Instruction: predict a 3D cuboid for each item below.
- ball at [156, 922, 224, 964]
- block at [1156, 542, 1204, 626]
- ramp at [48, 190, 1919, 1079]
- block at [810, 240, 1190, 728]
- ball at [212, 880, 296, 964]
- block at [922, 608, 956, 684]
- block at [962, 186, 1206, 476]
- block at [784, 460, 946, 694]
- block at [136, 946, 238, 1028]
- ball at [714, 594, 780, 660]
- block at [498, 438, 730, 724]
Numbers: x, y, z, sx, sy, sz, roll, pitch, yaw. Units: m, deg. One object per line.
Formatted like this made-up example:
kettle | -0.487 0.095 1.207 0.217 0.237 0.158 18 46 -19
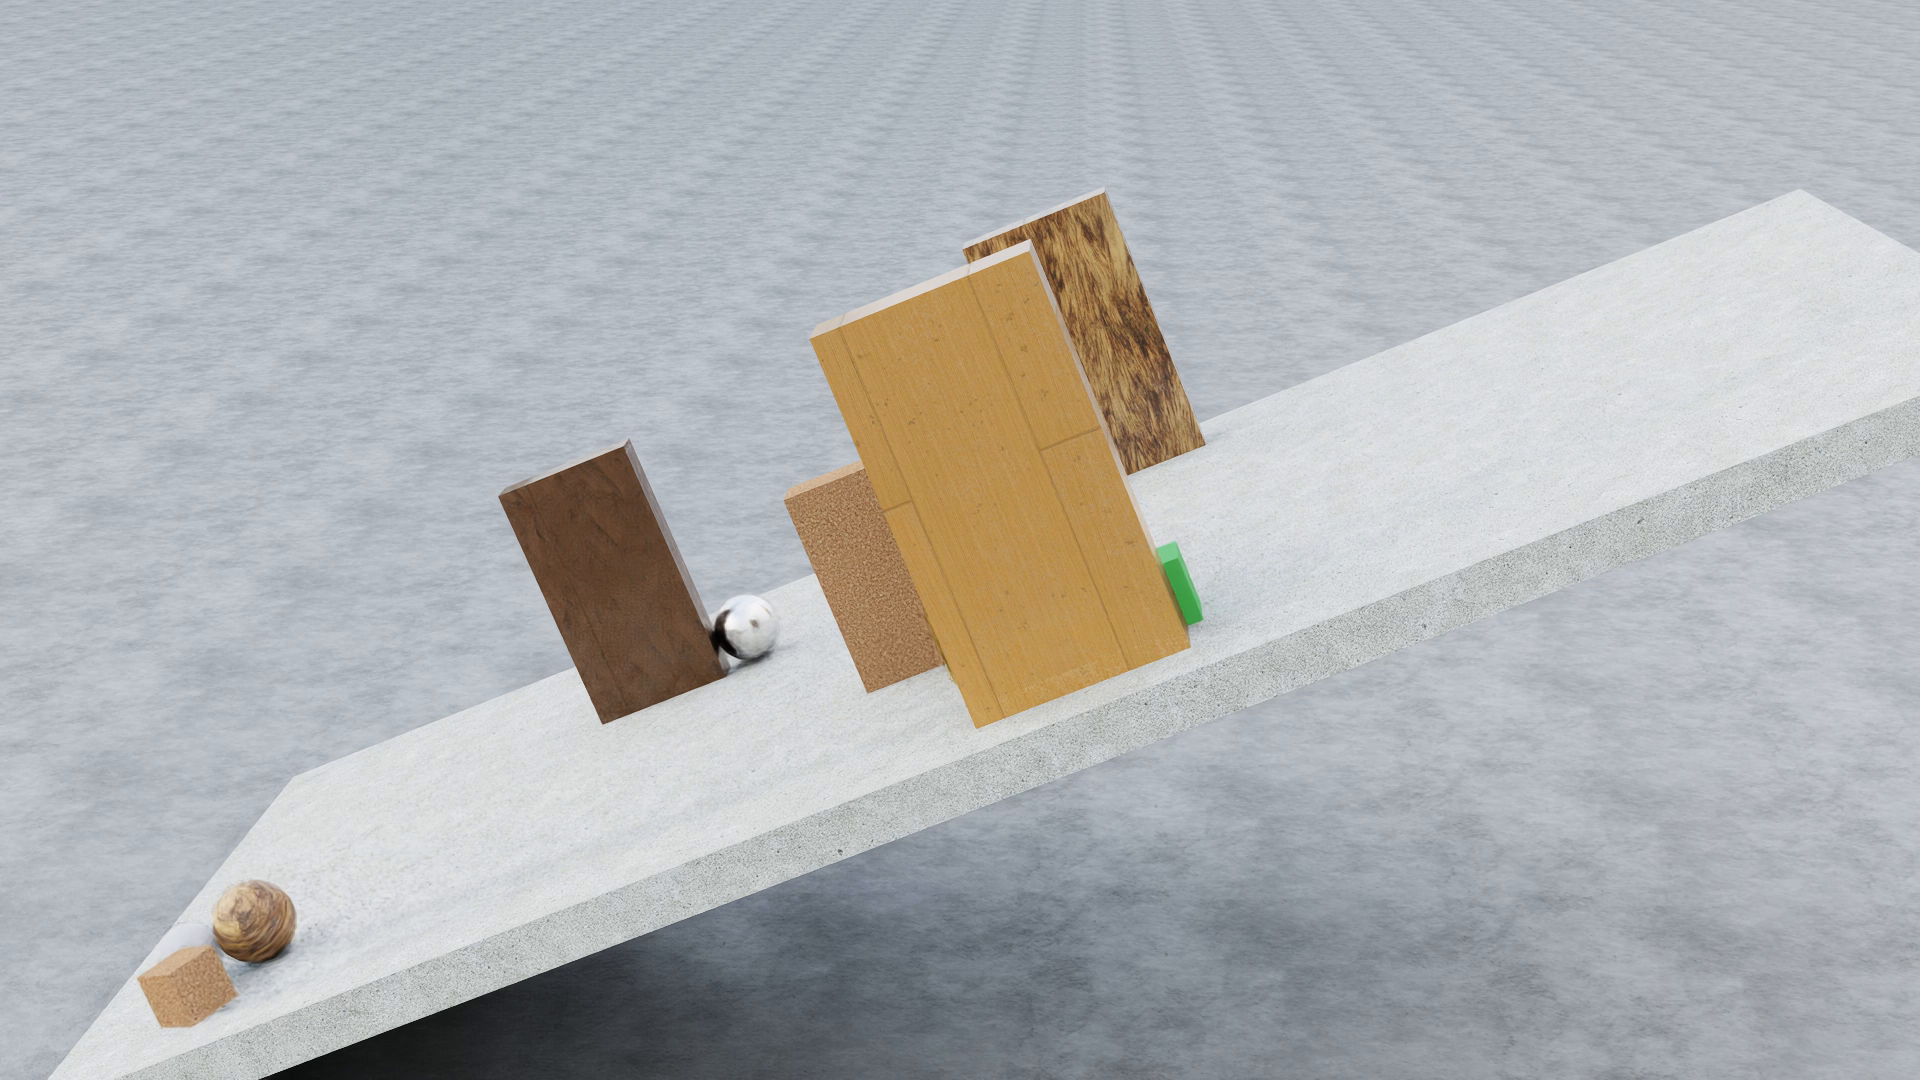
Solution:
ball | -1.548 0.836 5.914 0.134 0.134 0.134 0 14 0
block | 0.376 0.100 5.599 0.131 0.131 0.131 -21 12 7
ramp | 0.125 0.173 6.289 4.000 0.100 2.000 -21 12 7
block | 0.080 -0.100 5.418 0.426 0.791 0.147 -21 12 7
ball | -1.415 0.765 5.901 0.166 0.166 0.166 0 14 0
block | 0.063 0.161 5.818 0.167 0.167 0.167 -14 15 35
block | 0.295 -0.463 6.938 0.356 0.644 0.106 -21 12 7
block | -0.080 0.031 5.990 0.410 0.438 0.107 -21 12 7
block | -1.507 0.872 5.734 0.114 0.114 0.114 -11 17 43
ball | -0.485 0.198 6.692 0.150 0.150 0.150 0 14 0
block | -0.778 0.096 6.649 0.308 0.575 0.087 -21 12 7
